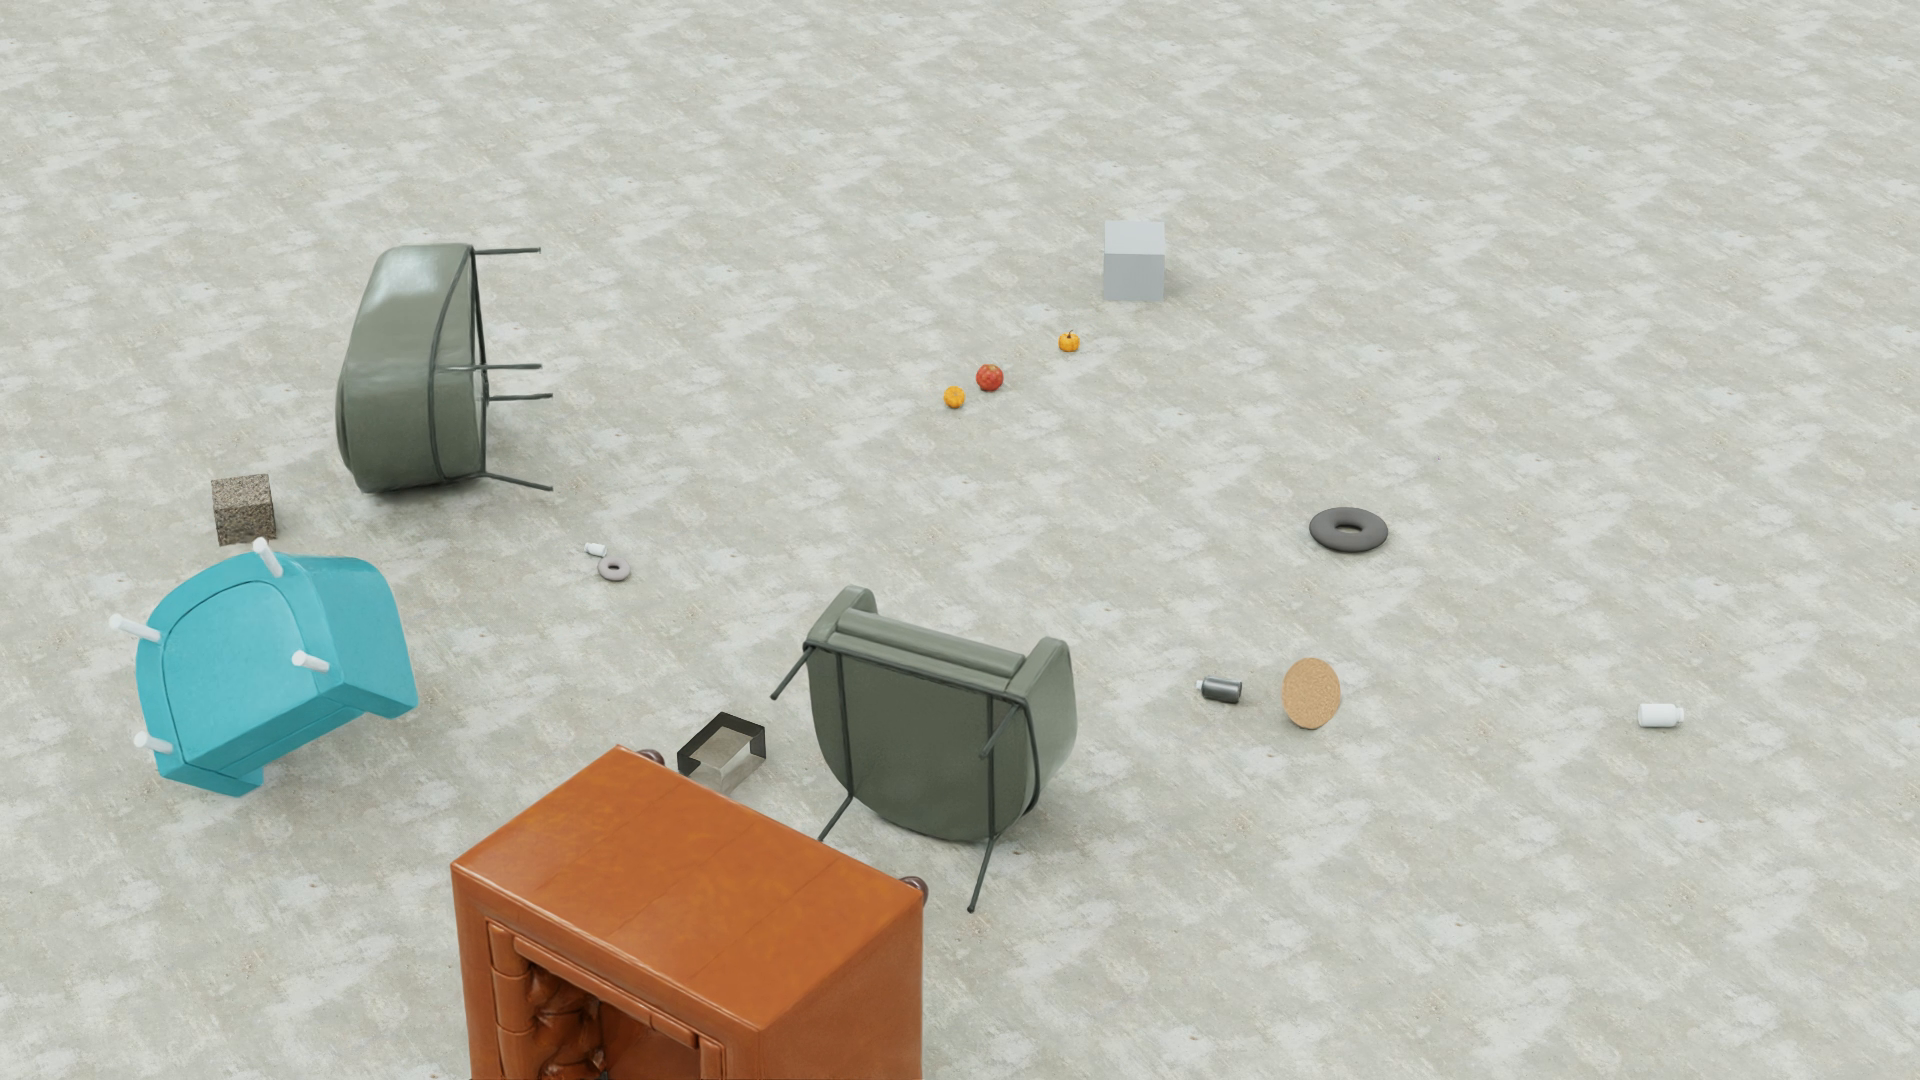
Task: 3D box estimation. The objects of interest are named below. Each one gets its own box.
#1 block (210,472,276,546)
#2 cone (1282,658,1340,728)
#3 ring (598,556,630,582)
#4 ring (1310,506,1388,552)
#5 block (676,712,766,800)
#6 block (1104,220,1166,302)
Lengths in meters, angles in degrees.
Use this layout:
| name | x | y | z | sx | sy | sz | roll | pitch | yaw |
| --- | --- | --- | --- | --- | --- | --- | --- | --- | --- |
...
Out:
| name | x | y | z | sx | sy | sz | roll | pitch | yaw |
| --- | --- | --- | --- | --- | --- | --- | --- | --- | --- |
| block | -2.680 | -0.114 | 10.972 | 0.210 | 0.160 | 0.214 | -8 | 34 | -12 |
| cone | 1.162 | 0.540 | 10.048 | 0.302 | 0.230 | 0.126 | -37 | 6 | -40 |
| ring | -1.269 | 0.104 | 10.754 | 0.116 | 0.036 | 0.150 | -19 | 38 | -24 |
| ring | 1.451 | -0.039 | 10.948 | 0.295 | 0.062 | 0.275 | 7 | 33 | 12 |
| block | -0.790 | 0.716 | 9.734 | 0.174 | 0.136 | 0.262 | 18 | 37 | 25 |
| block | 0.745 | -1.196 | 12.558 | 0.255 | 0.223 | 0.303 | 2 | 33 | 2 |
